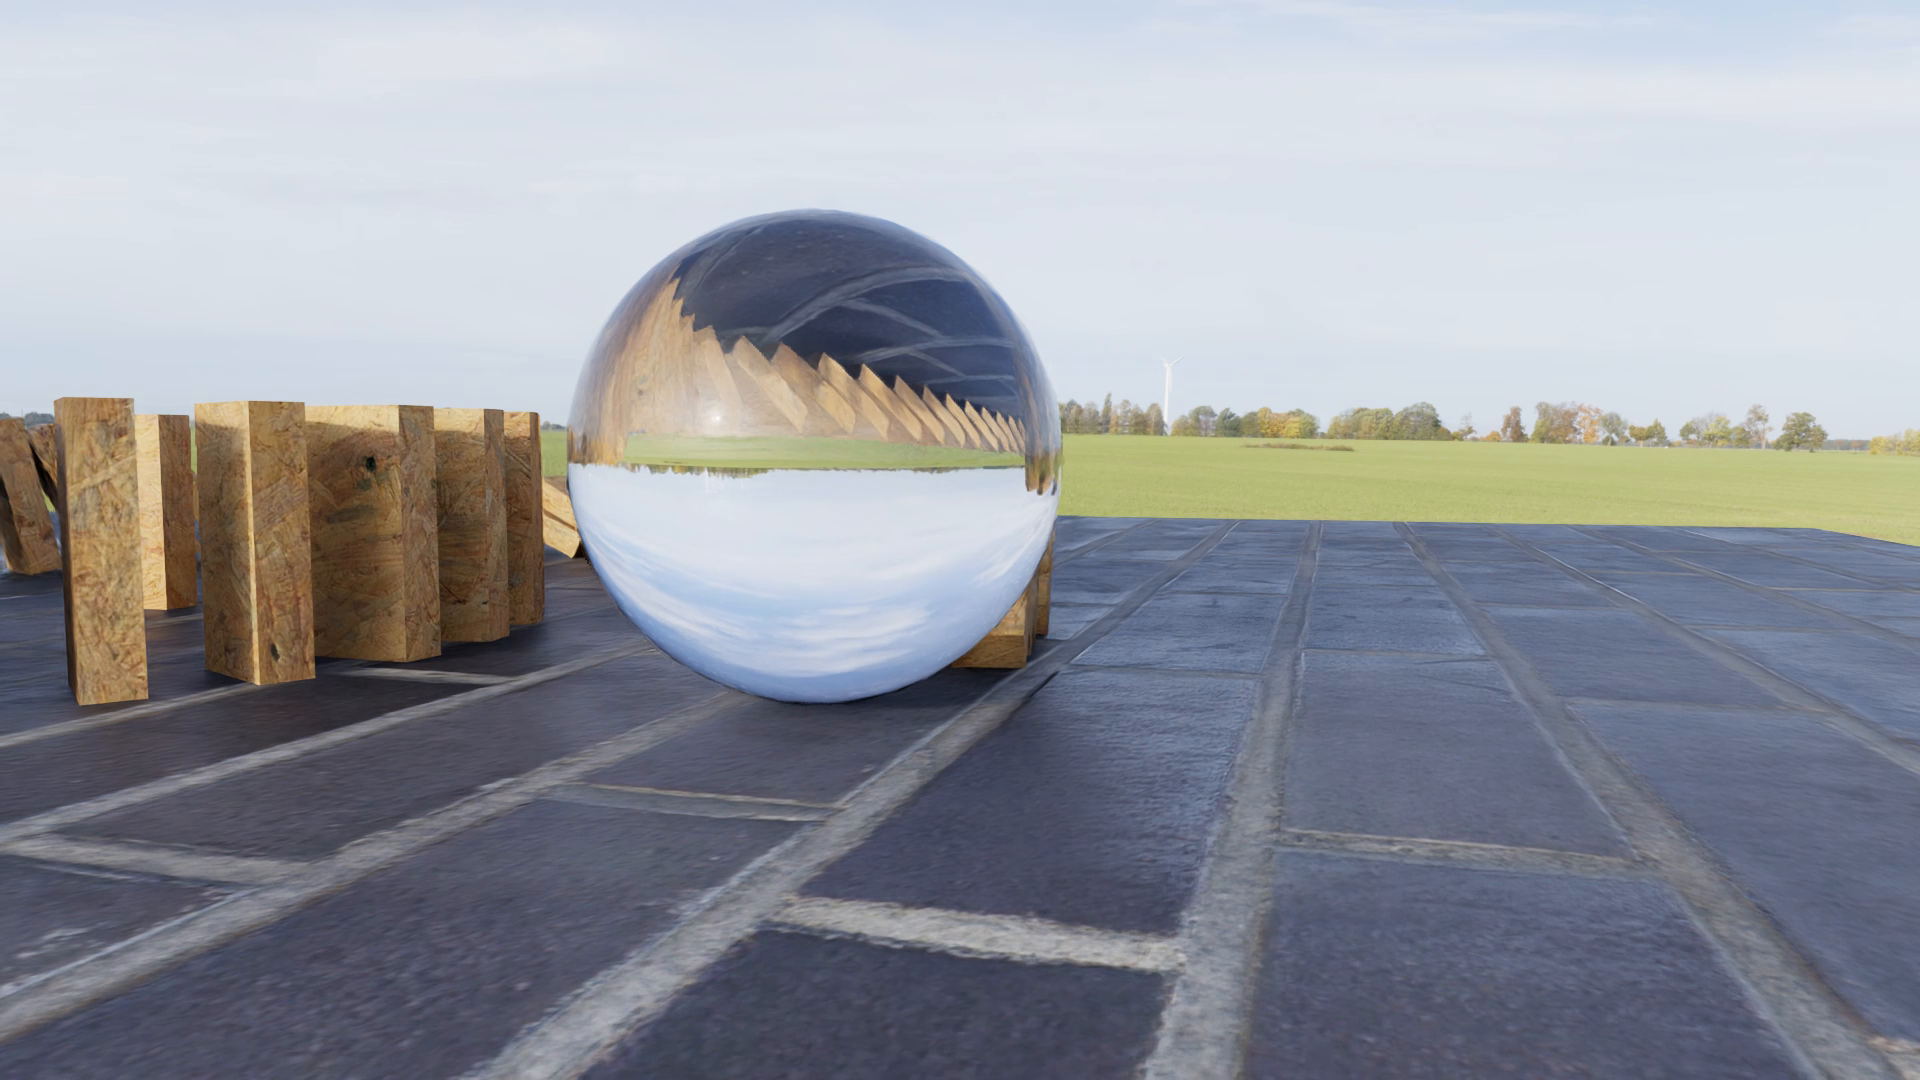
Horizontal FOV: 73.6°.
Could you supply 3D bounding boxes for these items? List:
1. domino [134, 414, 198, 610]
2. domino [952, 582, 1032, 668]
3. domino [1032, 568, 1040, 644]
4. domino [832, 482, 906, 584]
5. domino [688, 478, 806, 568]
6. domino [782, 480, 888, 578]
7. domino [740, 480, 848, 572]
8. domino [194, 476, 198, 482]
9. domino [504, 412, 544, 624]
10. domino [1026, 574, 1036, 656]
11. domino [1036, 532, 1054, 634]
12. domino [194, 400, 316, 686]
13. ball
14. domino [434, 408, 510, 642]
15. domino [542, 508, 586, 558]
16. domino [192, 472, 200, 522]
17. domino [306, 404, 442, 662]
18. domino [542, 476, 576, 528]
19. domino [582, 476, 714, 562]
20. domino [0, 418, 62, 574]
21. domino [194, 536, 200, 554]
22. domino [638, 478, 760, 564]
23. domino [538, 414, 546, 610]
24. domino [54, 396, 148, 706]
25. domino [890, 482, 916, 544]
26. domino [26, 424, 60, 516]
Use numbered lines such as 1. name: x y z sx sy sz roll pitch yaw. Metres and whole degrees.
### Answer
1. domino: -0.215 -0.008 0.336 0.025 0.050 0.009 1 4 15
2. domino: 0.002 0.003 0.259 0.025 0.009 0.050 1 45 7
3. domino: 0.006 0.001 0.288 0.025 0.010 0.050 1 45 7
4. domino: -0.019 -0.003 0.413 0.025 0.009 0.050 -3 30 -31
5. domino: -0.072 -0.007 0.461 0.050 0.010 0.025 34 24 34
6. domino: -0.036 -0.004 0.430 0.025 0.010 0.050 -4 30 -39
7. domino: -0.052 -0.006 0.447 0.025 0.010 0.050 -4 30 -42
8. domino: -0.253 -0.012 0.474 0.050 0.010 0.025 36 -6 -15
9. domino: -0.113 -0.005 0.304 0.025 0.050 0.010 0 4 -6
10. domino: 0.004 0.002 0.274 0.025 0.010 0.050 1 45 7
11. domino: 0.009 0.000 0.303 0.025 0.010 0.050 1 43 7
12. domino: -0.130 0.000 0.236 0.025 0.050 0.009 4 6 40
13. ball: -0.023 -0.013 0.210 0.080 0.080 0.080 0 4 0
14. domino: -0.113 -0.003 0.280 0.025 0.050 0.010 0 4 5
15. domino: -0.163 -0.010 0.493 0.050 0.010 0.025 27 8 6
16. domino: -0.273 -0.013 0.464 0.050 0.010 0.025 45 -12 -19
17. domino: -0.118 -0.002 0.257 0.025 0.050 0.009 2 5 19
18. domino: -0.137 -0.009 0.492 0.050 0.009 0.025 29 15 20
19. domino: -0.115 -0.009 0.484 0.050 0.010 0.025 30 17 24
20. domino: -0.311 -0.015 0.423 0.025 0.050 0.010 4 16 41
21. domino: -0.289 -0.014 0.452 0.010 0.050 0.025 -43 24 -22
22. domino: -0.093 -0.008 0.474 0.050 0.010 0.025 32 21 30
23. domino: -0.120 -0.007 0.327 0.025 0.050 0.010 -3 5 -30
24. domino: -0.147 0.001 0.220 0.009 0.050 0.025 -3 5 -38
25. domino: -0.004 -0.002 0.393 0.025 0.009 0.050 -1 30 -16
26. domino: -0.302 -0.015 0.437 0.025 0.050 0.009 4 31 44
